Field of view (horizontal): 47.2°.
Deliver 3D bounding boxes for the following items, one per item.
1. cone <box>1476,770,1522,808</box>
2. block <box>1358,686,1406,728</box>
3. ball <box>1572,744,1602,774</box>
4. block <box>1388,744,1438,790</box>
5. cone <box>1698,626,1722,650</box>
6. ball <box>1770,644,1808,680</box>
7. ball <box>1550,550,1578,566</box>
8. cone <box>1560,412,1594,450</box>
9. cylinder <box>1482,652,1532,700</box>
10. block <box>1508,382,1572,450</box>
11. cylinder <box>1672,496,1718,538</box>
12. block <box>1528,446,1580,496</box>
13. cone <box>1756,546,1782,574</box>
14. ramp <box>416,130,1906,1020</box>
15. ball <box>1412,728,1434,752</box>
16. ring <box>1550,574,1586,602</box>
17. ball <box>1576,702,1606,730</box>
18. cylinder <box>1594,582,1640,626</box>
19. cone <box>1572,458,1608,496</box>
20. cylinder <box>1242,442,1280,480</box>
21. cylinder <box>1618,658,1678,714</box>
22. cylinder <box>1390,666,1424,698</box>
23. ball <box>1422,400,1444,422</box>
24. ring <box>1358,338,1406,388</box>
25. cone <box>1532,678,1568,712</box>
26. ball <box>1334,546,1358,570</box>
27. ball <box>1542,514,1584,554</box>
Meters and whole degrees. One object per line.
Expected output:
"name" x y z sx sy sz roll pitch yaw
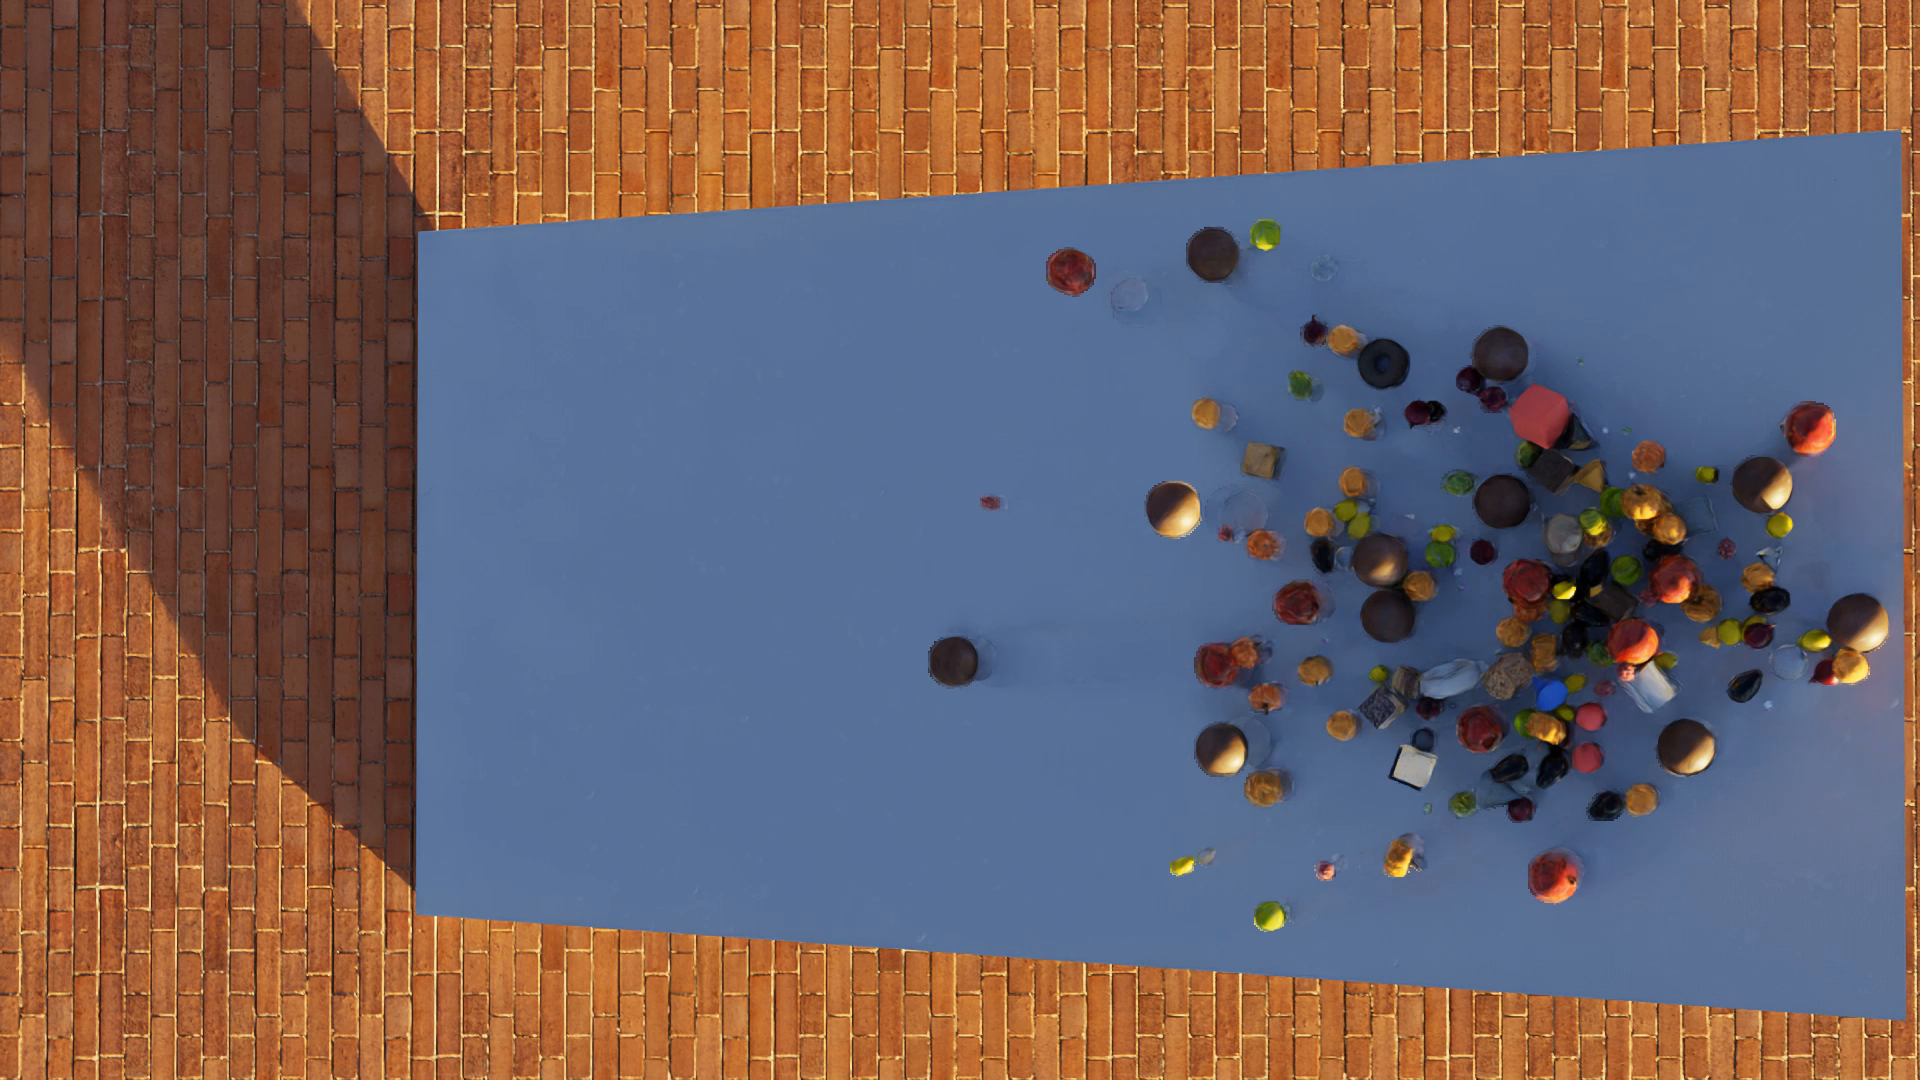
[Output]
"cone" 1.284 0.597 5.186 0.095 0.095 0.095 10 89 40
"block" 1.022 0.407 5.331 0.071 0.071 0.071 -48 69 17
"ball" 1.469 0.512 5.153 0.070 0.070 0.070 0 89 0
"block" 1.092 0.548 5.299 0.082 0.082 0.082 22 97 21
"cone" 1.740 0.234 5.072 0.050 0.050 0.050 -44 86 0
"ball" 1.870 0.277 4.963 0.081 0.081 0.081 0 89 0
"ball" 1.421 0.031 5.171 0.062 0.062 0.062 0 89 0
"cone" 1.436 -0.261 5.134 0.081 0.081 0.081 -2 78 0
"cylinder" 1.283 0.319 5.152 0.082 0.082 0.082 12 52 -16
"block" 1.361 -0.291 5.153 0.094 0.094 0.094 -45 45 -12
"cylinder" 1.691 -0.053 5.064 0.081 0.081 0.081 -14 82 0
"block" 1.400 -0.163 5.181 0.080 0.080 0.080 41 104 21
"cone" 1.855 0.051 5.017 0.059 0.059 0.059 -20 97 0
"ramp" 0.283 0.086 5.731 4.000 0.100 2.000 0 89 22
"ball" 1.118 0.483 5.304 0.054 0.054 0.054 0 89 0
"ring" 1.431 0.113 5.168 0.089 0.089 0.030 15 126 0
"ball" 1.478 0.414 5.152 0.067 0.067 0.067 0 89 0
"cylinder" 1.529 0.147 5.119 0.073 0.073 0.073 42 89 24
"cone" 1.489 -0.134 5.143 0.079 0.079 0.079 -41 95 0
"cylinder" 0.744 -0.197 5.448 0.079 0.079 0.079 13 90 0
"cylinder" 1.580 0.334 5.051 0.092 0.092 0.092 -39 88 0
"cylinder" 1.082 0.344 5.316 0.063 0.063 0.063 25 89 20
"ball" 1.140 -0.310 5.306 0.052 0.052 0.052 0 89 0
"ring" 1.030 -0.430 5.358 0.121 0.040 0.121 -1 87 27
"cone" 1.373 0.346 5.186 0.083 0.083 0.083 -12 124 -18
"ball" 0.945 0.044 5.377 0.058 0.058 0.058 0 89 0
"ball" 1.400 -0.014 5.109 0.096 0.096 0.096 0 89 0
